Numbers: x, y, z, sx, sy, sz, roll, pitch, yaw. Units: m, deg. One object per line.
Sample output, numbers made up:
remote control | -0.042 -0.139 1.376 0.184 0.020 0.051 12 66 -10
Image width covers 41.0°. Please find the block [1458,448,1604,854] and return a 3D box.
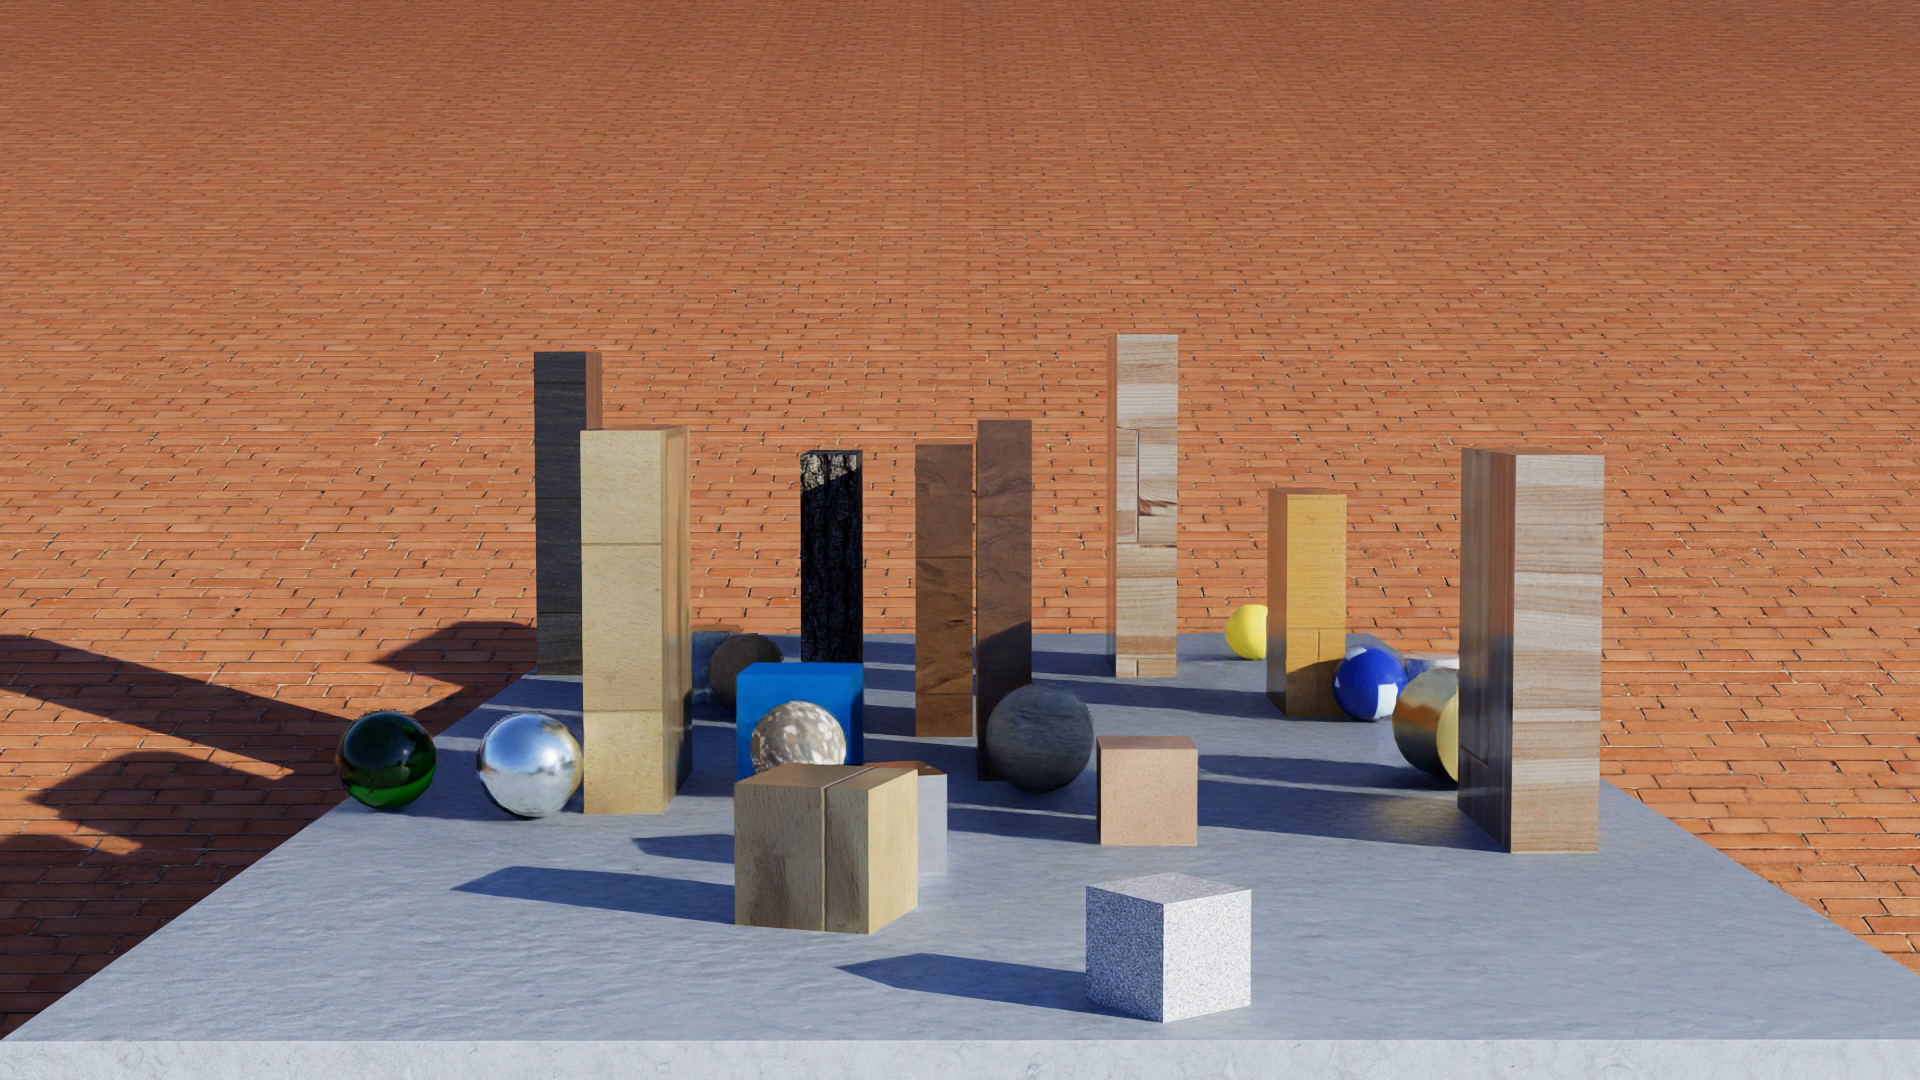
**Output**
block | 0.816 0.145 3.696 0.120 0.547 0.378 0 4 0

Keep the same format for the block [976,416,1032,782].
block | 0.072 0.088 4.304 0.087 0.584 0.338 0 4 0

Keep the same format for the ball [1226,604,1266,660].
ball | 0.677 0.212 5.911 0.130 0.130 0.130 0 20 0

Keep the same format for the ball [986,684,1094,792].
ball | 0.125 0.312 4.046 0.171 0.171 0.171 0 20 0

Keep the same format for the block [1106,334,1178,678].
block | 0.404 -0.084 5.745 0.130 0.743 0.382 0 4 0

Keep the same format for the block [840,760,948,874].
block | -0.098 0.372 3.439 0.129 0.129 0.129 -1 4 -17

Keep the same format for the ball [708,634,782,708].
ball | -0.421 0.259 5.046 0.149 0.149 0.149 0 20 0

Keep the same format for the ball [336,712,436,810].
ball | -0.869 0.334 3.888 0.149 0.149 0.149 0 20 0

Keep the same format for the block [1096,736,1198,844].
block | 0.265 0.355 3.654 0.134 0.134 0.134 0 4 0

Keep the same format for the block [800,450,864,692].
block | -0.246 0.084 4.969 0.104 0.507 0.347 0 4 0

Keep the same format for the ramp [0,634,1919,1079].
ramp | 0.046 0.416 4.535 2.000 0.100 4.000 0 4 0

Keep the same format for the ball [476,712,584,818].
ball | -0.639 0.335 3.814 0.156 0.156 0.156 0 20 0

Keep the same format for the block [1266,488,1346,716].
block | 0.683 0.116 5.079 0.113 0.428 0.312 0 4 0

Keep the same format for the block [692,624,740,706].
block | -0.527 0.250 5.186 0.147 0.147 0.147 0 4 2

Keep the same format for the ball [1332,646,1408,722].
ball | 0.778 0.273 4.873 0.142 0.142 0.142 0 20 0

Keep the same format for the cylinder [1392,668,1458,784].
cylinder | 0.813 0.303 4.132 0.178 0.178 0.178 -5 4 -14

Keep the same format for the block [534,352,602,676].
block | -0.870 -0.065 5.728 0.114 0.707 0.258 0 4 0

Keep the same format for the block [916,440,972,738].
block | -0.029 0.082 4.818 0.104 0.531 0.347 0 4 0

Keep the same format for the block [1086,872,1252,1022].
block | 0.218 0.424 2.686 0.122 0.122 0.122 -3 5 -37

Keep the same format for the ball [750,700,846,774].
ball | -0.252 0.326 4.001 0.150 0.150 0.150 0 20 0

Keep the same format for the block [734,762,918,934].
block | -0.161 0.371 3.119 0.171 0.171 0.171 1 4 19

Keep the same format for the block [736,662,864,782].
block | -0.258 0.299 4.166 0.181 0.181 0.181 0 4 4

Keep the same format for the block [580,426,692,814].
block | -0.505 0.110 4.041 0.118 0.574 0.424 0 4 0

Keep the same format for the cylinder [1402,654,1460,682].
cylinder | 0.904 0.282 4.908 0.118 0.118 0.118 0 4 0
